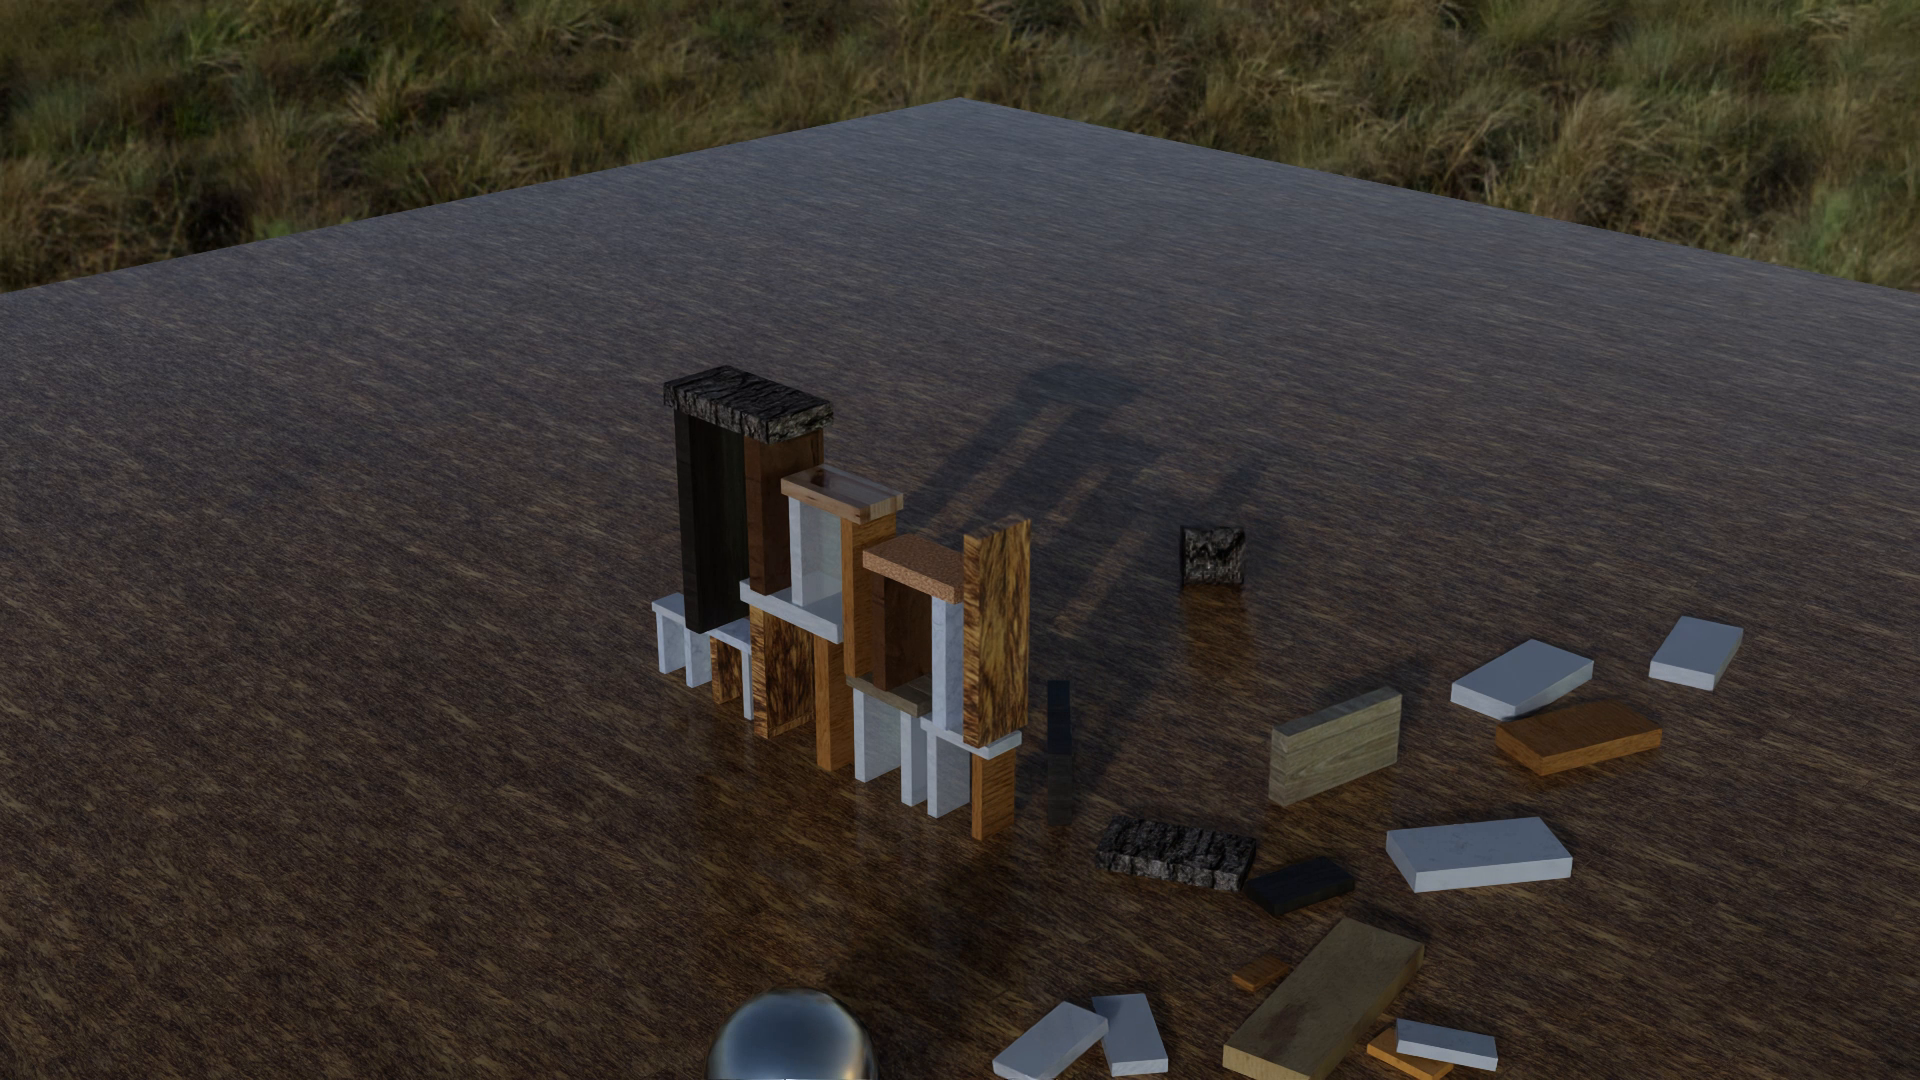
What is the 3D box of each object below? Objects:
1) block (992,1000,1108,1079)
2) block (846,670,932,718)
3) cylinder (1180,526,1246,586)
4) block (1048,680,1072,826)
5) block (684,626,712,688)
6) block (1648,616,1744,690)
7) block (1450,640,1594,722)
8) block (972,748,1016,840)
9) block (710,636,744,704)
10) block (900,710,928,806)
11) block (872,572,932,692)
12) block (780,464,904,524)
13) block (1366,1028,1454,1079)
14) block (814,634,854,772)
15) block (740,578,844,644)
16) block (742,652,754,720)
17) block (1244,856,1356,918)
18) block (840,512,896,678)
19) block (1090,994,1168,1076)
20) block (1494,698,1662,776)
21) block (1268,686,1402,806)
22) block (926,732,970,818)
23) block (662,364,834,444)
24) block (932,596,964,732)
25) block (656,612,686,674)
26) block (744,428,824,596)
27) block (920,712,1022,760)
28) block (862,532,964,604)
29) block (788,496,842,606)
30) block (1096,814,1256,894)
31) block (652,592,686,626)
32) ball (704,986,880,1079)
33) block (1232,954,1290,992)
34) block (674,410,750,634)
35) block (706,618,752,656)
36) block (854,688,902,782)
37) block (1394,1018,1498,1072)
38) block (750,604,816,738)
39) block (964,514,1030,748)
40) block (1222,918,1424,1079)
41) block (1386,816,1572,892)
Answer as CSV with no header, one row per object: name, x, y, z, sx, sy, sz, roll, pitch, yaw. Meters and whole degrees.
block,0.153,0.848,3.691,0.095,0.027,0.190,14,32,41
block,-0.122,0.298,4.481,0.105,0.030,0.211,-21,31,-40
cylinder,0.629,0.039,5.480,0.147,0.147,0.147,0,23,0
block,0.205,0.435,4.528,0.046,0.162,0.324,0,23,2
block,-0.586,0.253,4.974,0.021,0.149,0.075,21,31,41
block,1.707,0.260,5.096,0.143,0.040,0.285,13,26,28
block,1.268,0.317,4.955,0.324,0.046,0.162,-21,31,-40
block,0.066,0.493,4.358,0.027,0.188,0.094,21,31,40
block,-0.515,0.277,4.901,0.081,0.162,0.023,-21,31,-41
block,-0.072,0.428,4.482,0.030,0.211,0.105,21,31,41
block,-0.117,0.165,4.428,0.128,0.256,0.036,-21,31,-40
block,-0.239,-0.094,4.439,0.236,0.033,0.118,21,31,40
block,0.756,0.867,3.694,0.129,0.018,0.064,21,31,40
block,-0.232,0.318,4.618,0.043,0.307,0.153,21,31,41
block,-0.304,0.129,4.616,0.307,0.043,0.153,21,31,41
block,-0.439,0.307,4.830,0.023,0.162,0.081,21,31,41
block,0.645,0.657,4.177,0.190,0.027,0.095,-13,26,-27
block,-0.183,0.102,4.462,0.118,0.346,0.033,-21,31,-40
block,0.287,0.841,3.745,0.095,0.027,0.190,-3,23,-7
block,1.325,0.420,4.713,0.315,0.045,0.158,-10,25,-22
block,0.778,0.426,4.550,0.324,0.162,0.046,-16,27,-32
block,-0.023,0.459,4.439,0.094,0.188,0.027,-21,31,-41
block,-0.444,-0.285,4.590,0.172,0.049,0.345,-21,31,-41
block,0.004,0.224,4.323,0.036,0.281,0.128,21,31,40
block,-0.656,0.225,5.039,0.021,0.149,0.075,21,31,41
block,-0.363,-0.072,4.592,0.049,0.345,0.172,21,31,41
block,0.021,0.377,4.357,0.188,0.027,0.094,21,31,40
block,-0.057,0.054,4.316,0.256,0.036,0.128,21,31,41
block,-0.295,0.008,4.543,0.118,0.236,0.033,-21,31,-41
block,0.420,0.609,4.274,0.285,0.040,0.143,8,24,17
block,-0.621,0.160,4.973,0.149,0.021,0.075,21,31,41
ball,-0.263,0.836,3.437,0.275,0.275,0.275,0,23,0
block,0.537,0.771,3.925,0.098,0.014,0.049,-20,30,-38
block,-0.525,-0.059,4.774,0.172,0.510,0.049,-21,31,-41
block,-0.477,0.207,4.830,0.081,0.023,0.162,-21,31,-41
block,-0.171,0.389,4.574,0.030,0.211,0.105,21,31,41
block,0.816,0.847,3.694,0.164,0.023,0.082,10,15,6
block,-0.376,0.262,4.751,0.043,0.307,0.153,21,31,41
block,0.070,0.177,4.231,0.040,0.440,0.143,21,30,39
block,0.636,0.803,3.812,0.158,0.045,0.468,15,27,31
block,1.006,0.609,4.268,0.315,0.045,0.157,-4,23,-9
